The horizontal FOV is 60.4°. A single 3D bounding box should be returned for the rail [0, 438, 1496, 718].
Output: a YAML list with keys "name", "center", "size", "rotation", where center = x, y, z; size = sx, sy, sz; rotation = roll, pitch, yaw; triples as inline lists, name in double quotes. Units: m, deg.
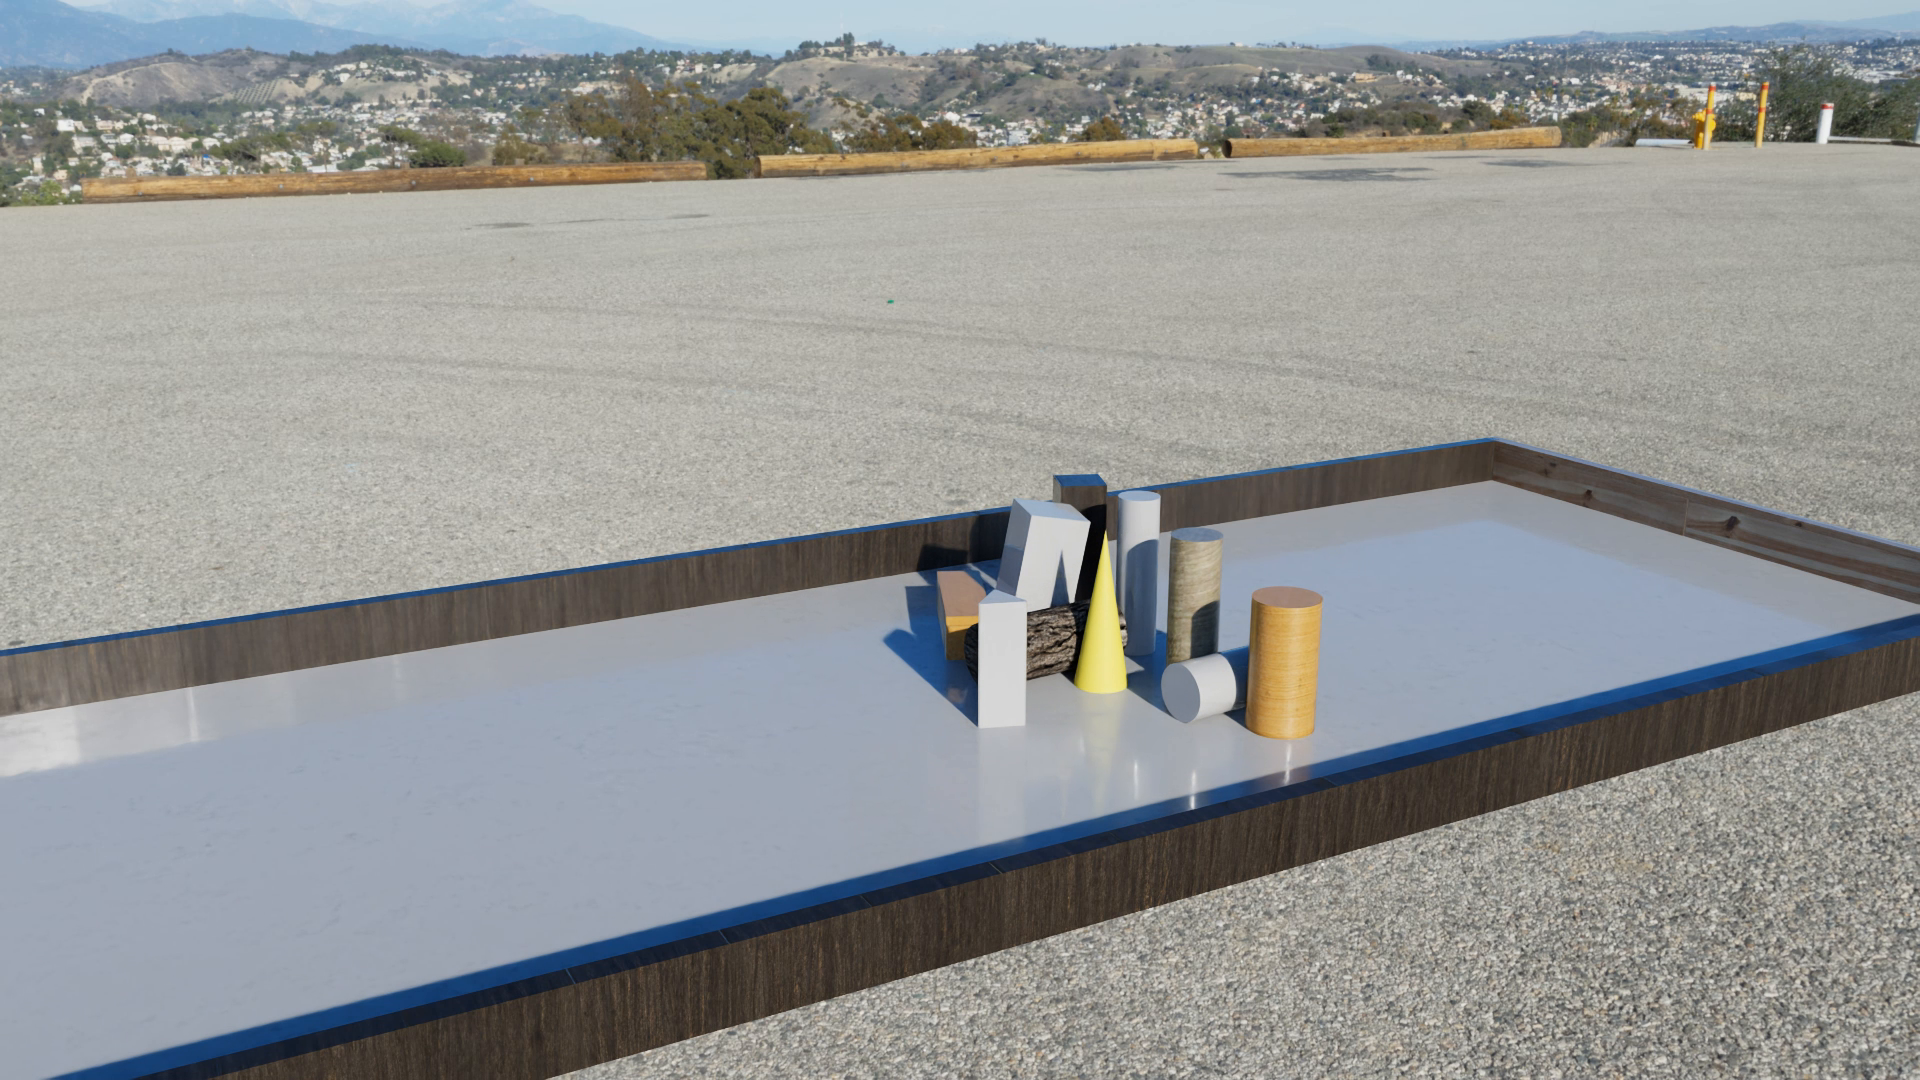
- name: "rail"
  center: [-3.305, 0.497, 3.399]
  size: [12.000, 0.150, 0.050]
  rotation: [-9, 18, -27]

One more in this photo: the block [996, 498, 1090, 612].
- name: "block"
  center: [0.206, 0.092, 4.351]
  size: [0.162, 0.361, 0.162]
  rotation: [6, 16, -17]

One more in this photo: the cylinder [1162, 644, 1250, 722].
- name: "cylinder"
  center: [0.659, 0.334, 3.966]
  size: [0.334, 0.142, 0.142]
  rotation: [-10, 19, -31]

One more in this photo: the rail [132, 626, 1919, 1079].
- name: "rail"
  center: [-2.336, 1.006, 1.665]
  size: [12.000, 0.150, 0.050]
  rotation: [-9, 18, -27]

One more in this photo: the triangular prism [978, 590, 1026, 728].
- name: "triangular prism"
  center: [0.090, 0.277, 3.869]
  size: [0.111, 0.306, 0.097]
  rotation: [-3, 17, -10]

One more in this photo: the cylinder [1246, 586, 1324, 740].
- name: "cylinder"
  center: [0.750, 0.284, 3.824]
  size: [0.161, 0.319, 0.161]
  rotation: [0, 16, 0]

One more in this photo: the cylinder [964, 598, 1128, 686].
- name: "cylinder"
  center: [0.219, 0.258, 4.183]
  size: [0.390, 0.167, 0.167]
  rotation: [-10, 19, -32]

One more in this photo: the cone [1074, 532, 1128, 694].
- name: "cone"
  center: [0.354, 0.167, 4.074]
  size: [0.136, 0.401, 0.136]
  rotation: [0, 17, 0]

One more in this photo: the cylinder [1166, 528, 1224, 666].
- name: "cylinder"
  center: [0.580, 0.171, 4.093]
  size: [0.129, 0.384, 0.129]
  rotation: [0, 16, 0]

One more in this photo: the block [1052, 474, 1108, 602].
- name: "block"
  center: [0.329, 0.024, 4.578]
  size: [0.127, 0.392, 0.127]
  rotation: [-2, 16, -6]

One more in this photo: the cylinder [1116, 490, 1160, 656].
- name: "cylinder"
  center: [0.463, 0.087, 4.316]
  size: [0.109, 0.419, 0.109]
  rotation: [0, 16, 0]

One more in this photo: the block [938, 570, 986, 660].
- name: "block"
  center: [0.009, 0.199, 4.465]
  size: [0.119, 0.119, 0.392]
  rotation: [-1, 16, -4]

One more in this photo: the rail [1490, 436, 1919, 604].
- name: "rail"
  center: [2.466, -0.048, 5.253]
  size: [0.050, 0.150, 2.100]
  rotation: [-9, 18, -27]
